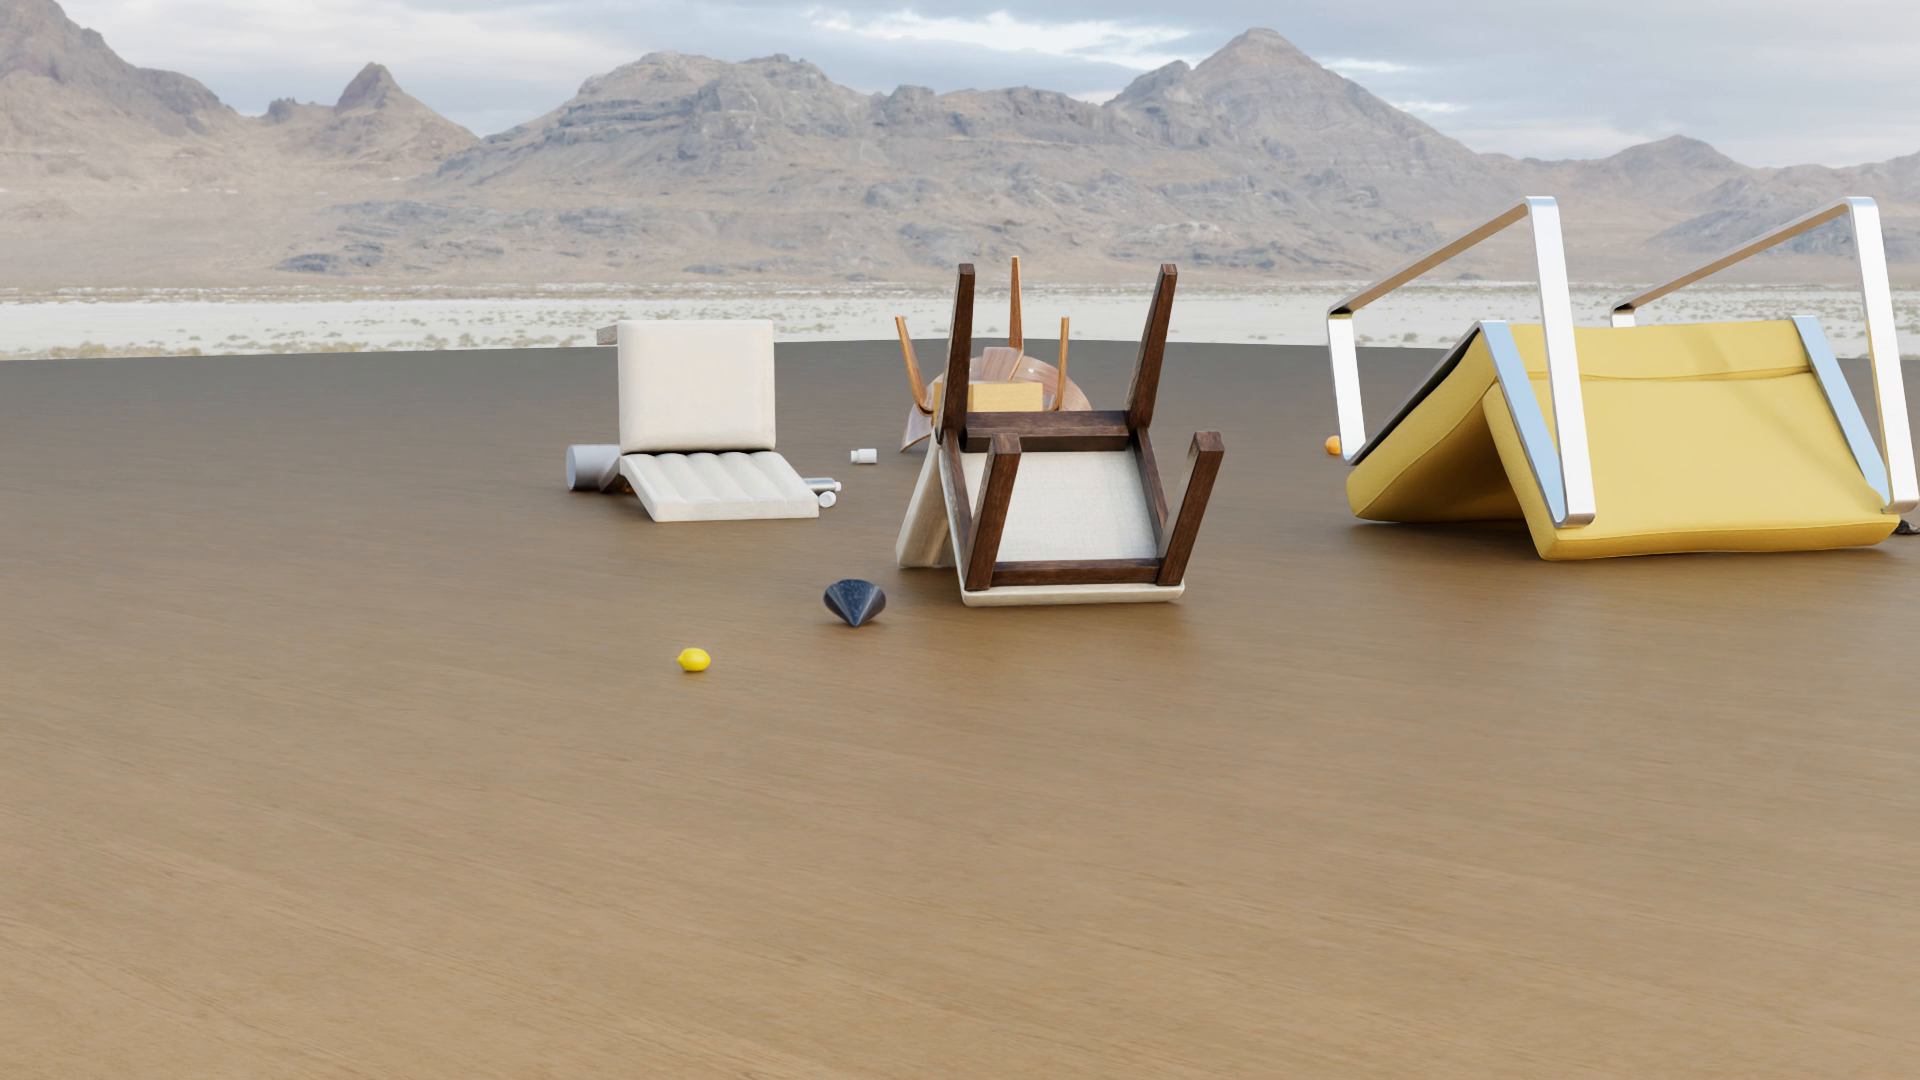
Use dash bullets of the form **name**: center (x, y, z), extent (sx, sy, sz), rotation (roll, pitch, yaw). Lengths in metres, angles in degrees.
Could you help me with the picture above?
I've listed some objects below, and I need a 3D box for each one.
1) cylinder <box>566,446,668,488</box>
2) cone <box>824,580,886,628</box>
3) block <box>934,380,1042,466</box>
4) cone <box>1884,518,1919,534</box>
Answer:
- **cylinder**: center (-1.068, -0.227, 7.967), extent (0.279, 0.131, 0.250), rotation (-2, 1, -15)
- **cone**: center (-0.198, 0.139, 4.853), extent (0.120, 0.094, 0.093), rotation (8, 33, -8)
- **block**: center (0.098, -0.414, 9.045), extent (0.283, 0.283, 0.270), rotation (-4, 7, -31)
- **cone**: center (2.446, -0.027, 6.580), extent (0.101, 0.039, 0.103), rotation (10, 2, -15)
